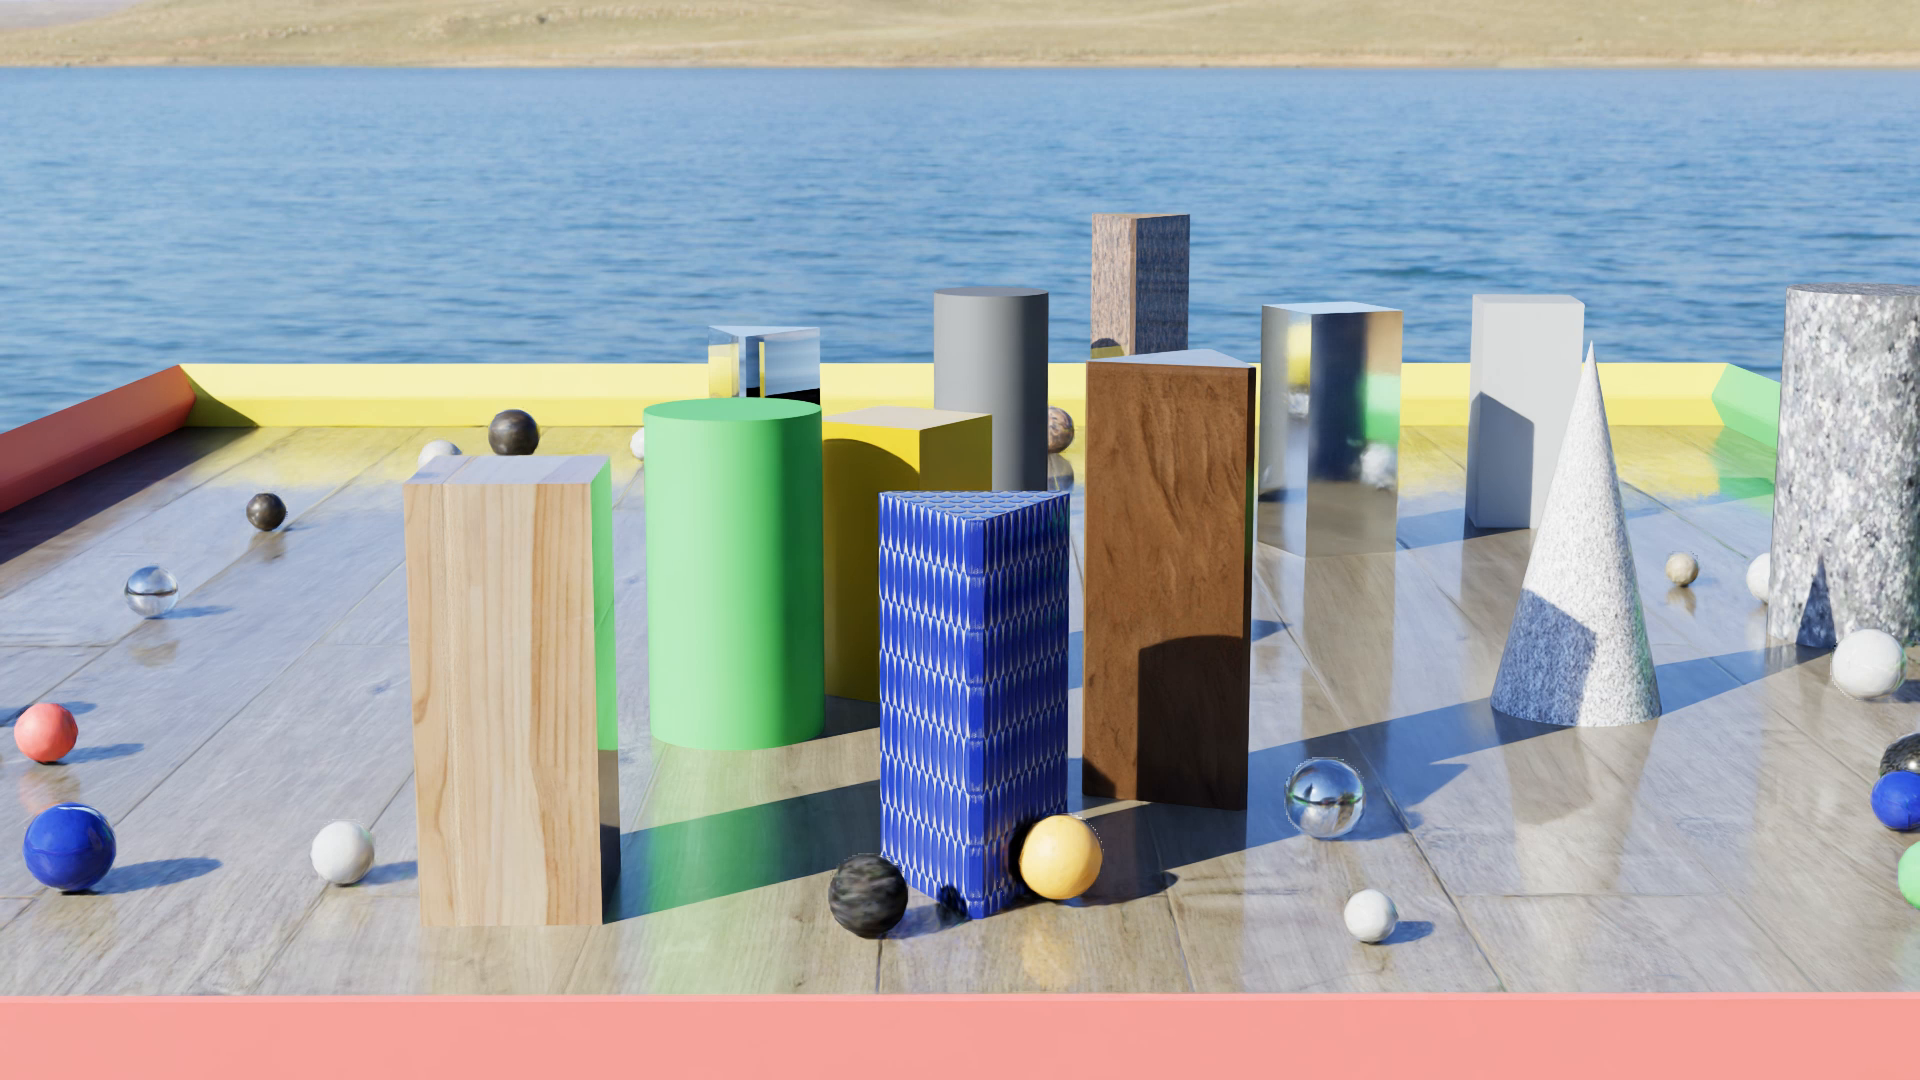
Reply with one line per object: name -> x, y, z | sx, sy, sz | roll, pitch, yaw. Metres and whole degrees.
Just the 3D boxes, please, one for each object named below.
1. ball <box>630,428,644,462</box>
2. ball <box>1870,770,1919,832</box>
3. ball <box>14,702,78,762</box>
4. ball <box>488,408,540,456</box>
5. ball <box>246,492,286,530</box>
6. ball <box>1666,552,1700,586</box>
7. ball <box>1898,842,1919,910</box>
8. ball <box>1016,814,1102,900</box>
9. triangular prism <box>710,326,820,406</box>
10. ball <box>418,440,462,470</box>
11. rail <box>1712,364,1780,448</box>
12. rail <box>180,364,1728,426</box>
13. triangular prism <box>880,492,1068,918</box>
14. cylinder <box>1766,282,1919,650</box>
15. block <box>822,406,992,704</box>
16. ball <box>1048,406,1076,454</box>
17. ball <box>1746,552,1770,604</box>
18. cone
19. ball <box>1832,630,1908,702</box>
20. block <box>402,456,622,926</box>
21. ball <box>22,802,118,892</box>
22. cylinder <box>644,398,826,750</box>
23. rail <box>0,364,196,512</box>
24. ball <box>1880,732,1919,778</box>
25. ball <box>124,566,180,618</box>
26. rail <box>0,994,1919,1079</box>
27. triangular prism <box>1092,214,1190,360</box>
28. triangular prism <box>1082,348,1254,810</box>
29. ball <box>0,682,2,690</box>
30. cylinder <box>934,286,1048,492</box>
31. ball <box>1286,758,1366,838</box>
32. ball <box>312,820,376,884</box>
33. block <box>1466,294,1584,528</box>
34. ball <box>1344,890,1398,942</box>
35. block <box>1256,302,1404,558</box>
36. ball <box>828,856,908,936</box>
ball -> -0.574, -0.176, 4.734 | 0.067, 0.067, 0.067 | 0, 11, 0
ball -> 0.906, 0.250, 2.465 | 0.058, 0.058, 0.058 | 0, 11, 0
ball -> -0.964, 0.203, 2.707 | 0.063, 0.063, 0.063 | 0, 11, 0
ball -> -0.827, -0.195, 4.758 | 0.097, 0.097, 0.097 | 0, 11, 0
ball -> -1.095, -0.045, 4.048 | 0.061, 0.061, 0.061 | 0, 11, 0
ball -> 1.020, 0.041, 3.624 | 0.047, 0.047, 0.047 | 0, 11, 0
ball -> 0.847, 0.291, 2.222 | 0.067, 0.067, 0.067 | 0, 11, 0
ball -> 0.087, 0.278, 2.249 | 0.074, 0.074, 0.074 | 0, 11, 0
triangular prism -> -0.320, -0.148, 3.846 | 0.145, 0.338, 0.168 | 8, 13, 38
ball -> -0.906, -0.135, 4.479 | 0.080, 0.080, 0.080 | 0, 11, 0
rail -> 1.548, 0.031, 3.458 | 0.045, 0.126, 3.589 | 0, 11, 0
rail -> -0.010, -0.291, 5.190 | 3.144, 0.126, 0.045 | 0, 11, 0
triangular prism -> 0.034, 0.135, 2.287 | 0.145, 0.349, 0.168 | -6, 12, -30
cylinder -> 1.144, -0.098, 3.278 | 0.194, 0.446, 0.194 | 0, 11, 0
block -> -0.069, 0.016, 3.006 | 0.155, 0.322, 0.155 | 7, 12, 32
ball -> 0.173, -0.208, 4.845 | 0.090, 0.090, 0.090 | 0, 11, 0
ball -> 1.109, 0.052, 3.495 | 0.072, 0.072, 0.072 | 0, 11, 0
cone -> 0.708, -0.018, 2.912 | 0.194, 0.422, 0.194 | 0, 11, 0
ball -> 1.052, 0.145, 2.967 | 0.083, 0.083, 0.083 | 0, 11, 0
block -> -0.386, 0.128, 2.237 | 0.155, 0.383, 0.155 | 0, 11, -1
ball -> -0.792, 0.273, 2.284 | 0.080, 0.080, 0.080 | 0, 11, 0
cylinder -> -0.247, 0.033, 2.818 | 0.194, 0.357, 0.194 | 0, 11, 0
rail -> -1.548, 0.034, 3.440 | 0.045, 0.126, 3.589 | 0, 11, 0
ball -> 0.946, 0.229, 2.524 | 0.079, 0.079, 0.079 | 0, 11, 0
ball -> -1.074, 0.069, 3.411 | 0.069, 0.069, 0.069 | 0, 11, 0
rail -> 0.010, 0.356, 1.708 | 3.144, 0.126, 0.045 | 0, 11, 0
triangular prism -> 0.290, -0.333, 4.486 | 0.145, 0.468, 0.168 | 8, 13, 38
triangular prism -> 0.227, 0.033, 2.590 | 0.168, 0.440, 0.145 | 4, 11, 20
ball -> -1.113, 0.163, 2.853 | 0.088, 0.088, 0.088 | 0, 11, 0
cylinder -> 0.052, -0.246, 4.339 | 0.194, 0.349, 0.194 | 0, 11, 0
ball -> 0.348, 0.246, 2.440 | 0.076, 0.076, 0.076 | 0, 11, 0
ball -> -0.554, 0.281, 2.305 | 0.057, 0.057, 0.057 | 0, 11, 0
block -> 0.904, -0.209, 4.119 | 0.155, 0.357, 0.155 | 1, 11, 5
ball -> 0.345, 0.316, 2.153 | 0.044, 0.044, 0.044 | 0, 11, 0
block -> 0.559, -0.170, 3.889 | 0.155, 0.365, 0.155 | -4, 11, -21
ball -> -0.077, 0.301, 2.169 | 0.068, 0.068, 0.068 | 0, 11, 0
